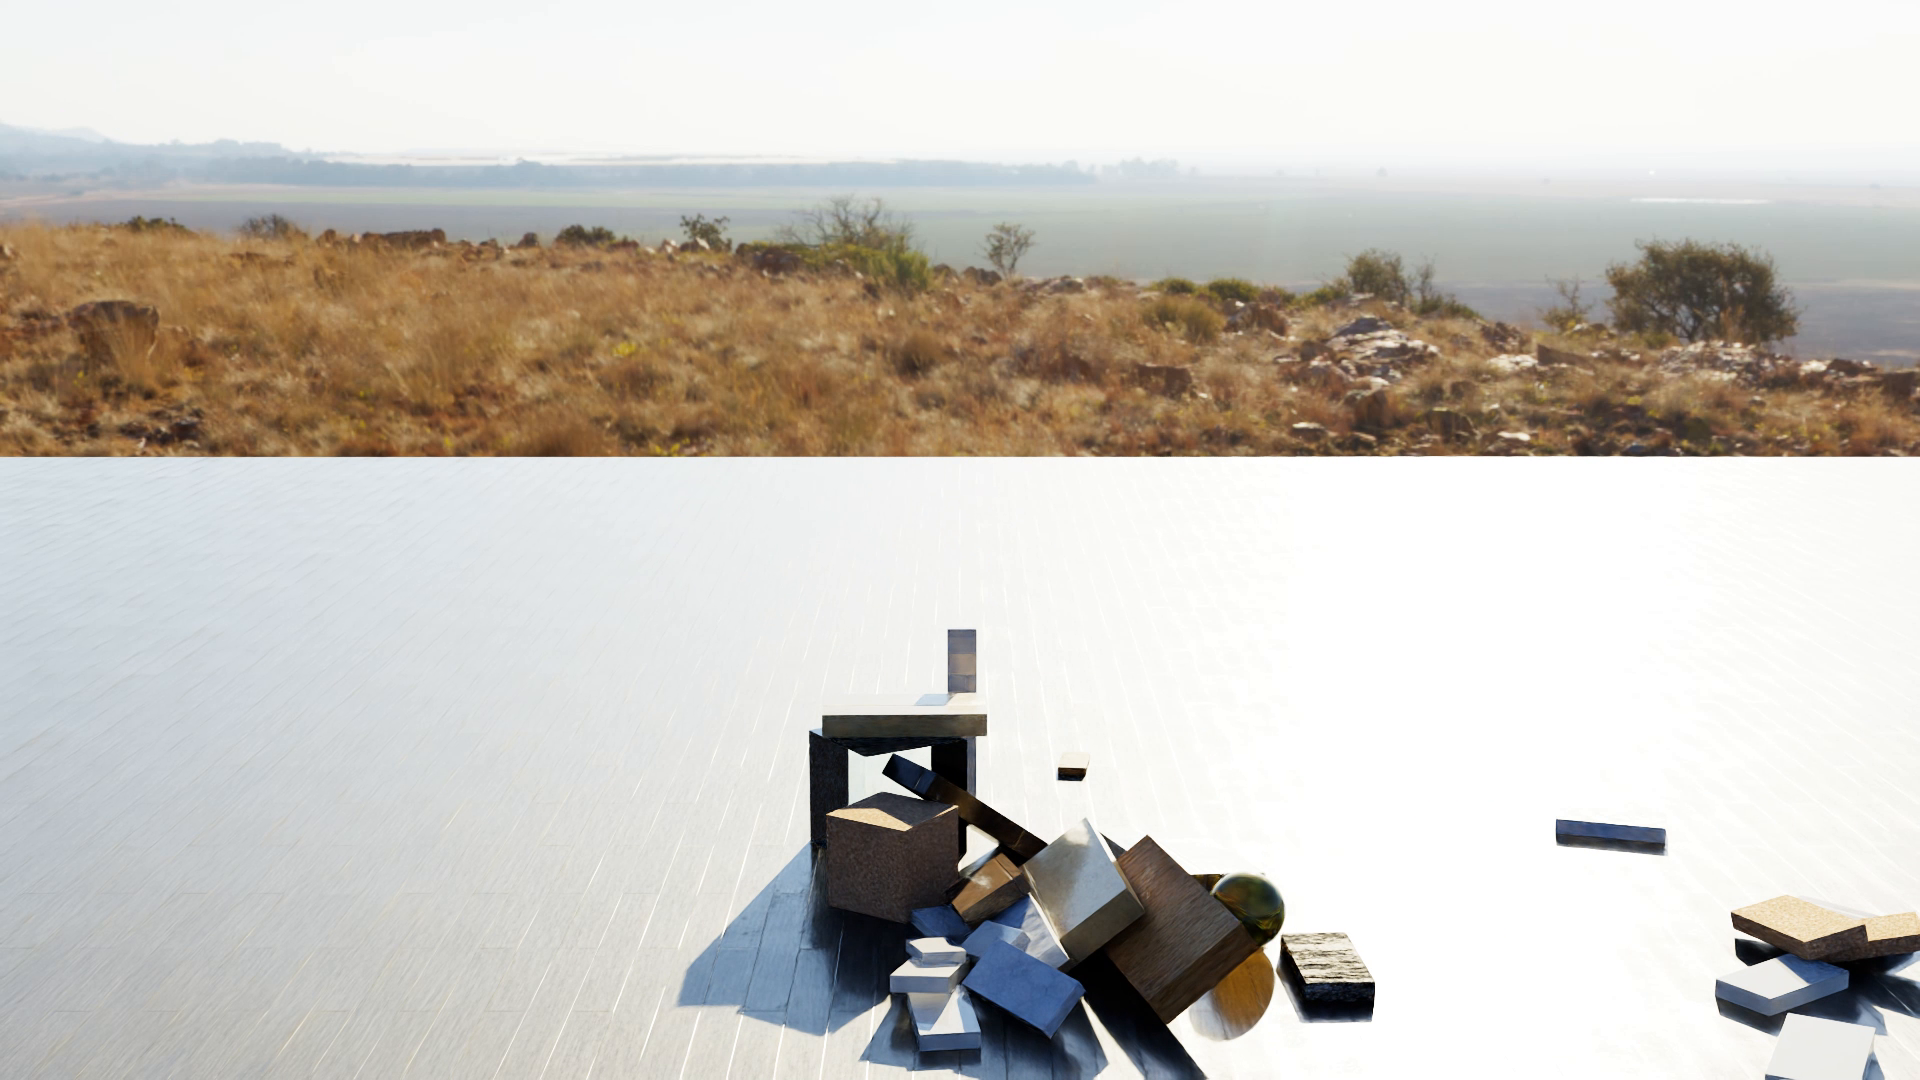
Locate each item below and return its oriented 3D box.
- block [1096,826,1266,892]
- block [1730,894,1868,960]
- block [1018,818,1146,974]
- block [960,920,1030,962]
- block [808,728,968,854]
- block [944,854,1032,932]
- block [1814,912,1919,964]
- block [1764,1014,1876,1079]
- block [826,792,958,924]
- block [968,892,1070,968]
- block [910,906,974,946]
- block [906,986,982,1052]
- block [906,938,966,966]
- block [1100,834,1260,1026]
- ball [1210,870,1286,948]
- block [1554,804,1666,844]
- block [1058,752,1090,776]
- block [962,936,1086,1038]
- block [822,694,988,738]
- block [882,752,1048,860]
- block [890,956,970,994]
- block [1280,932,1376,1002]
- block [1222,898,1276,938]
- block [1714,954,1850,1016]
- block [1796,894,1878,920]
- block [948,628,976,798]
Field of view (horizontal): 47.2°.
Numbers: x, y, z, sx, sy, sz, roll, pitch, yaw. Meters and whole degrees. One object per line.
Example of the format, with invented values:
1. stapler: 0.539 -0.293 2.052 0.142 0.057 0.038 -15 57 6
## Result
1. block: 0.362 0.542 3.680 0.175 0.049 0.349 0 5 -14
2. block: 1.293 0.596 3.394 0.103 0.029 0.205 -14 6 -11
3. block: 0.173 0.558 3.447 0.175 0.049 0.349 -38 12 1
4. block: 0.050 0.607 3.296 0.065 0.018 0.131 -42 15 -20
5. block: -0.128 0.444 3.894 0.204 0.204 0.204 -6 12 -31
6. block: 0.043 0.557 3.493 0.114 0.032 0.229 -33 3 -6
7. block: 1.375 0.611 3.367 0.188 0.027 0.094 -11 8 14
8. block: 1.161 0.704 2.967 0.114 0.032 0.229 5 12 27
9. block: -0.110 0.520 3.621 0.155 0.155 0.155 7 13 33
10. block: 0.086 0.611 3.301 0.114 0.032 0.229 -37 14 -1
11. block: -0.027 0.614 3.491 0.065 0.018 0.131 -4 11 -21
12. block: -0.024 0.678 3.126 0.085 0.024 0.171 -1 11 -7
13. block: -0.037 0.619 3.314 0.065 0.018 0.130 0 -1 -13
14. block: 0.297 0.581 3.323 0.175 0.049 0.415 -39 17 -5
15. ball: 0.444 0.575 3.415 0.122 0.122 0.122 0 11 0
16. block: 1.184 0.515 4.000 0.192 0.027 0.096 3 11 17
17. block: 0.228 0.447 4.398 0.056 0.016 0.112 1 11 7
18. block: 0.090 0.640 3.148 0.171 0.024 0.086 20 63 45
19. block: -0.099 0.313 3.930 0.290 0.041 0.145 0 11 -1
20. block: 0.015 0.465 3.779 0.294 0.041 0.145 36 -10 -32
21. block: -0.043 0.639 3.236 0.086 0.024 0.171 -1 -1 10
22. block: 0.552 0.641 3.313 0.103 0.029 0.205 0 11 -2
23. block: 0.377 0.598 3.546 0.251 0.029 0.103 3 11 14
24. block: 1.214 0.655 3.248 0.188 0.027 0.094 -7 13 -34
25. block: 1.400 0.610 3.488 0.094 0.027 0.188 -10 14 -42
26. block: 0.004 0.328 4.172 0.056 0.330 0.016 0 11 0
